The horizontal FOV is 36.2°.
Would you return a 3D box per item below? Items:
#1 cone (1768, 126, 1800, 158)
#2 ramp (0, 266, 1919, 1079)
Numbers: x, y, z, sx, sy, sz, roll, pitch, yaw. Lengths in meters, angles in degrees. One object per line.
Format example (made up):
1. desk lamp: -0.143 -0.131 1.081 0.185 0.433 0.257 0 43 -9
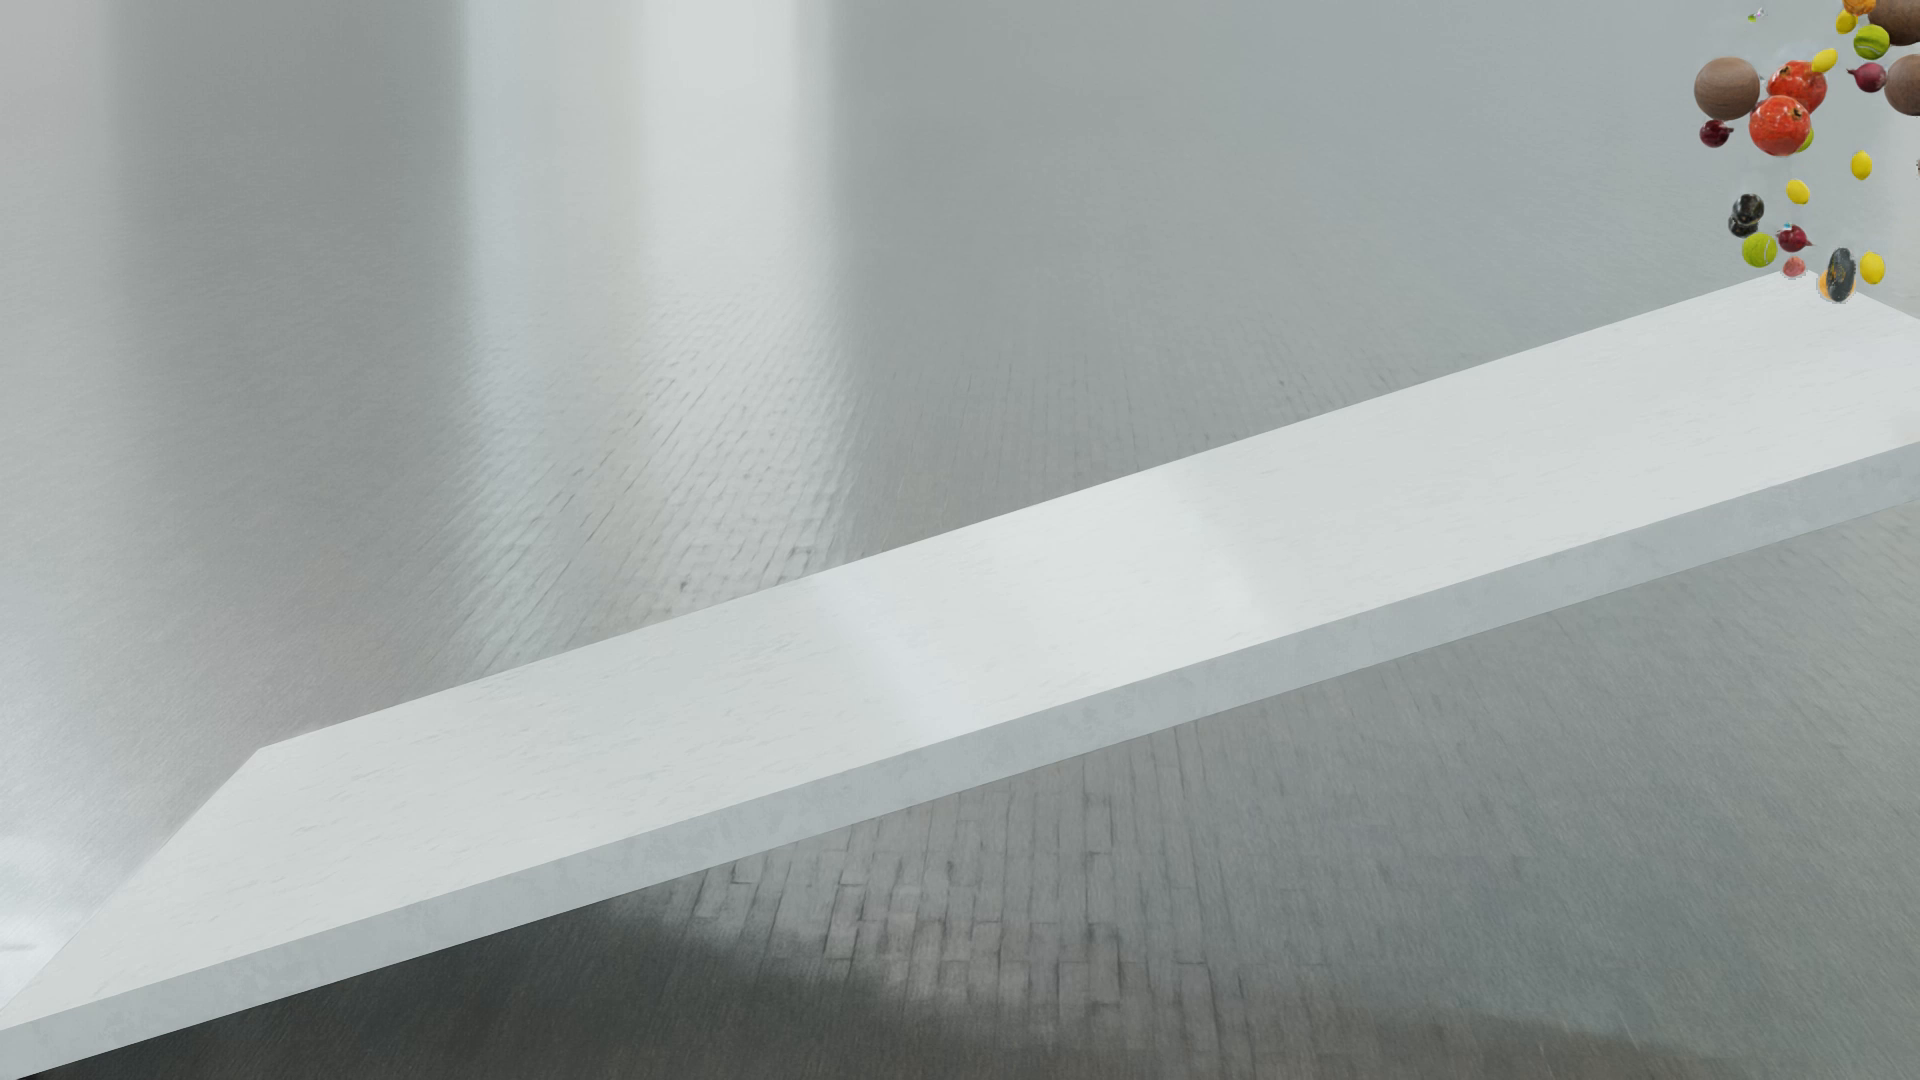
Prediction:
1. cone: 1.702 -0.839 6.109 0.067 0.067 0.067 0 28 0
2. ramp: 0.102 0.182 6.309 4.000 0.100 2.000 -17 11 5
